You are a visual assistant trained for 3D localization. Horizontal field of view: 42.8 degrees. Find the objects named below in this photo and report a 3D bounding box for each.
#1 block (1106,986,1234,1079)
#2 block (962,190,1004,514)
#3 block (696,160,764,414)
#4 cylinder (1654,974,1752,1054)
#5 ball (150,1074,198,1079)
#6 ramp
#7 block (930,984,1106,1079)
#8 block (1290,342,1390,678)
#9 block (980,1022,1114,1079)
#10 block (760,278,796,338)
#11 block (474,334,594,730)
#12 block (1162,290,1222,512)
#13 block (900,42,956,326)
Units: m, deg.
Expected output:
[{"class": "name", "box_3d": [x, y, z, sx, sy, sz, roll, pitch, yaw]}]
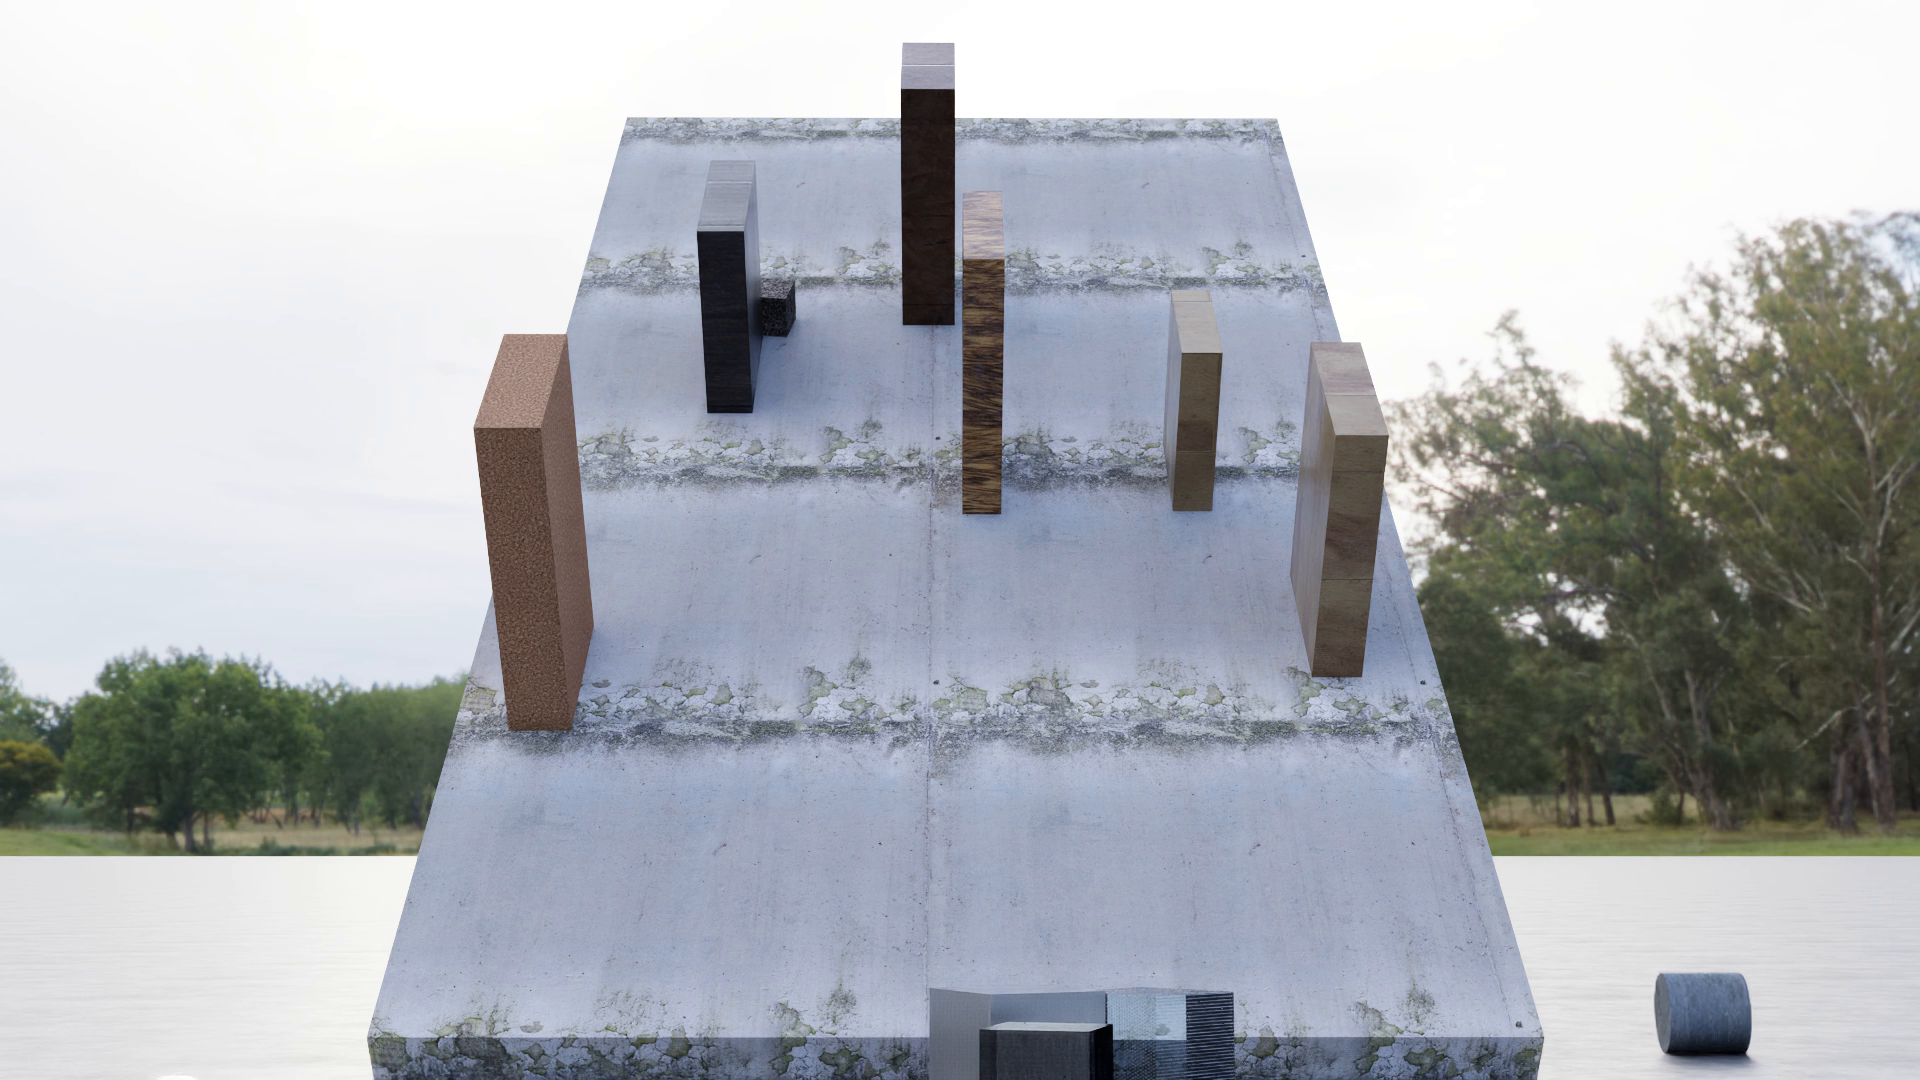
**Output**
[{"class": "block", "box_3d": [0.281, 0.766, 3.655, 0.182, 0.182, 0.182, -7, -10, 44]}, {"class": "block", "box_3d": [0.050, -0.424, 5.561, 0.088, 0.641, 0.353, 0, 32, 0]}, {"class": "block", "box_3d": [-0.561, -0.624, 6.016, 0.110, 0.487, 0.409, 0, 32, 0]}, {"class": "cylinder", "box_3d": [1.451, 0.925, 4.792, 0.153, 0.153, 0.153, -1, -7, 4]}, {"class": "ball", "box_3d": [-0.903, 0.681, 2.806, 0.137, 0.137, 0.137, 0, -7, 0]}, {"class": "ramp", "box_3d": [-0.015, -0.185, 5.877, 2.000, 0.100, 4.000, 0, 32, 0]}, {"class": "block", "box_3d": [0.083, 0.753, 3.582, 0.190, 0.190, 0.190, 4, -8, -27]}, {"class": "block", "box_3d": [0.777, -0.063, 5.060, 0.103, 0.575, 0.386, 0, 32, 0]}, {"class": "block", "box_3d": [0.120, 0.743, 3.354, 0.152, 0.152, 0.152, -2, -7, 15]}, {"class": "block", "box_3d": [-0.490, -0.602, 6.335, 0.109, 0.109, 0.109, 5, 33, 8]}, {"class": "block", "box_3d": [-0.837, -0.013, 4.858, 0.124, 0.695, 0.372, 0, 32, 0]}, {"class": "block", "box_3d": [0.531, -0.321, 5.619, 0.090, 0.408, 0.307, 0, 32, 0]}, {"class": "block", "box_3d": [-0.081, -0.918, 6.329, 0.135, 0.651, 0.315, 0, 32, 0]}]
